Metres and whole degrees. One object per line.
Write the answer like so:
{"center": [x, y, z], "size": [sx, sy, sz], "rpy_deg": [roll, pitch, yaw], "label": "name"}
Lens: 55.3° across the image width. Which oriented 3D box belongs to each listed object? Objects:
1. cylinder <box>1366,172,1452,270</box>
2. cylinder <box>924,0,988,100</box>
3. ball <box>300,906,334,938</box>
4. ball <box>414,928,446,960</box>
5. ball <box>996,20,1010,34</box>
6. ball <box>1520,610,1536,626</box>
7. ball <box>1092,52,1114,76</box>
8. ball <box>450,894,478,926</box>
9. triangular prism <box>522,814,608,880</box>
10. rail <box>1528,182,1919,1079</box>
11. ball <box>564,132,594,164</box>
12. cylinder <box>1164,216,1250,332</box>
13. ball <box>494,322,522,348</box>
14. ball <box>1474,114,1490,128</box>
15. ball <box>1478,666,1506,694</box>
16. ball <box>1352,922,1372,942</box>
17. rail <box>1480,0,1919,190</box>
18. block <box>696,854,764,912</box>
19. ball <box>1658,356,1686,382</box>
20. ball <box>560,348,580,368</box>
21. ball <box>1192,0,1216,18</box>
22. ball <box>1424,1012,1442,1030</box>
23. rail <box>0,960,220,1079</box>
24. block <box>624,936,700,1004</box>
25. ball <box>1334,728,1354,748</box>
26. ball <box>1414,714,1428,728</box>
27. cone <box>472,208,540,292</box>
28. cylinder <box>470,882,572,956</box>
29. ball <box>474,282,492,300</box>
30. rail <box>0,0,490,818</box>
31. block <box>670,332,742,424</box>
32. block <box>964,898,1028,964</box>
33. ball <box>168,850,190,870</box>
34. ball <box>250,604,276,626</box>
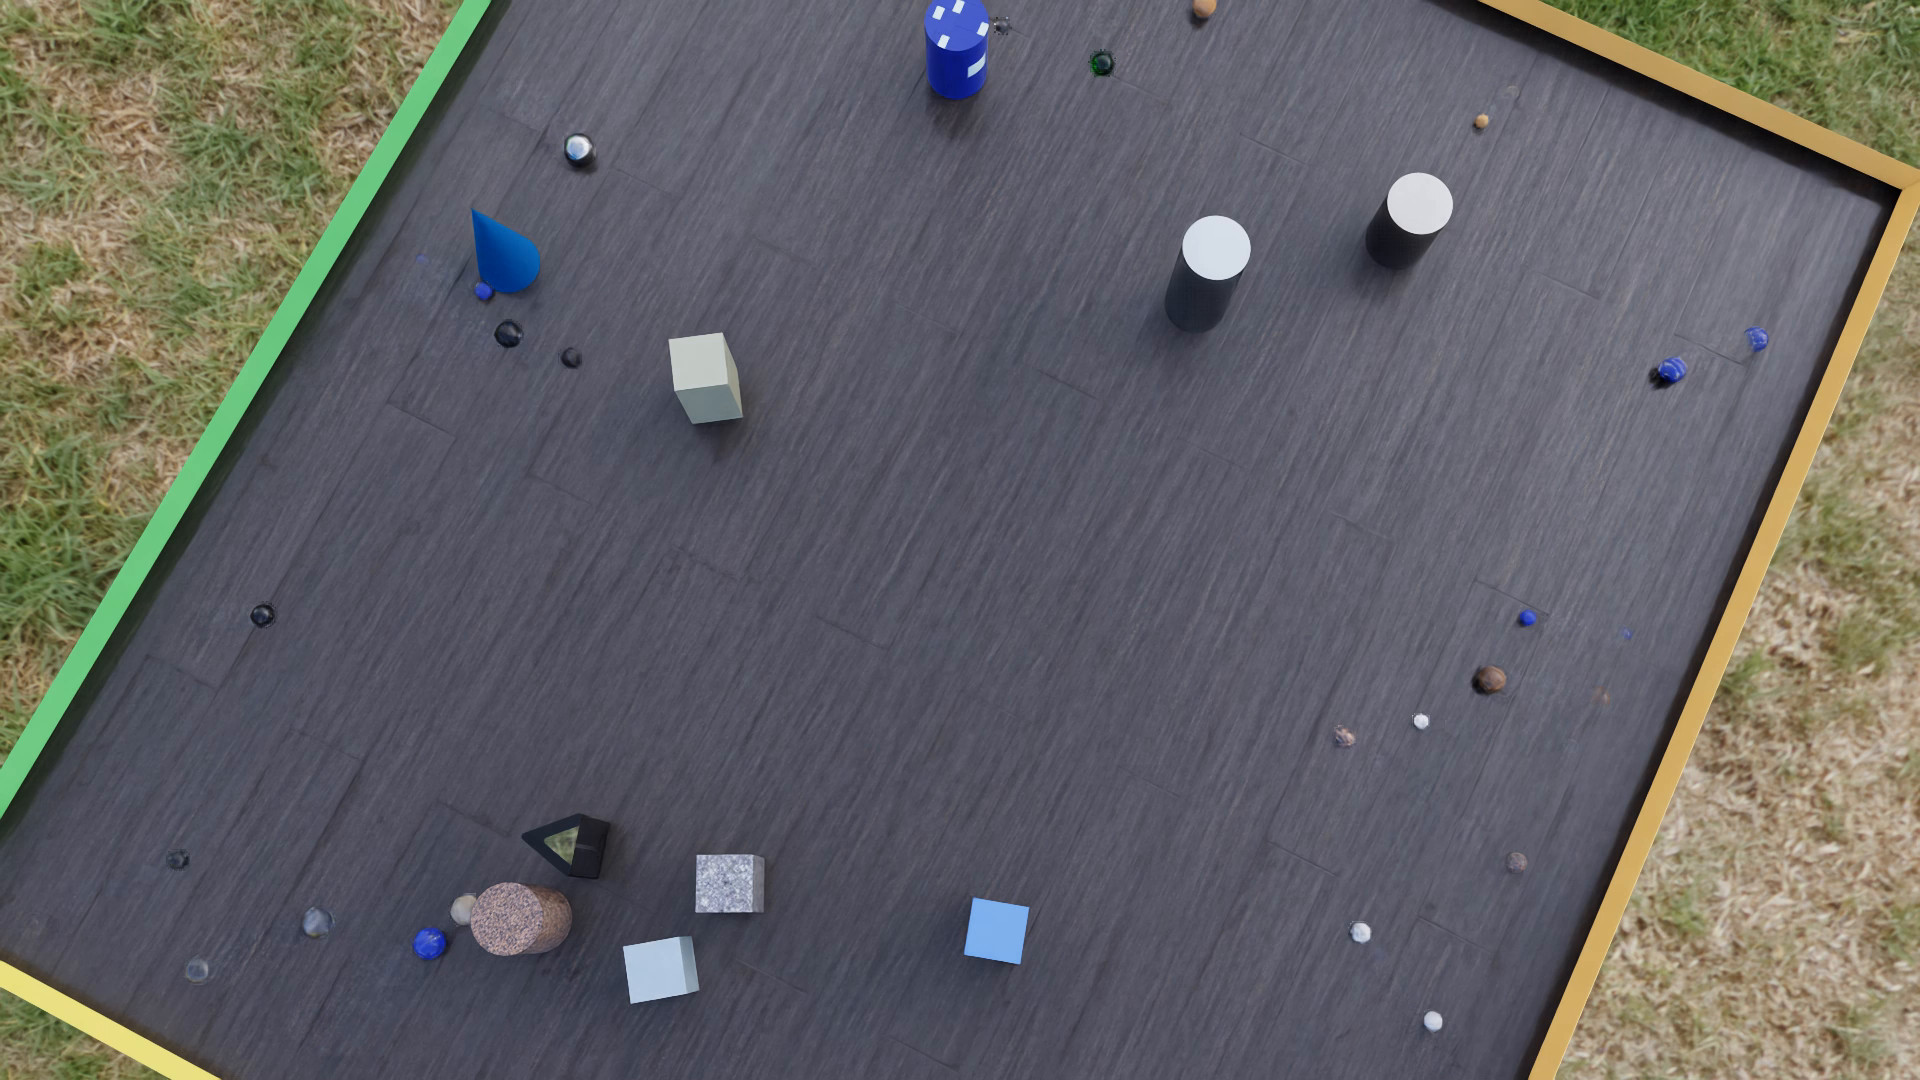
{"center": [1.384, -0.982, 5.664], "size": [0.197, 0.306, 0.197], "rpy_deg": [0, 78, 0], "label": "cylinder"}
{"center": [-0.010, -1.552, 5.766], "size": [0.197, 0.335, 0.197], "rpy_deg": [0, 78, 0], "label": "cylinder"}
{"center": [-1.873, 1.115, 5.339], "size": [0.092, 0.092, 0.092], "rpy_deg": [0, 78, 0], "label": "ball"}
{"center": [-1.542, 1.173, 5.327], "size": [0.092, 0.092, 0.092], "rpy_deg": [0, 78, 0], "label": "ball"}
{"center": [0.138, -1.665, 5.939], "size": [0.044, 0.044, 0.044], "rpy_deg": [0, 78, 0], "label": "ball"}
{"center": [1.720, 0.235, 5.544], "size": [0.047, 0.047, 0.047], "rpy_deg": [0, 78, 0], "label": "ball"}
{"center": [0.460, -1.530, 5.895], "size": [0.075, 0.075, 0.075], "rpy_deg": [0, 78, 0], "label": "ball"}
{"center": [-1.440, 1.081, 5.347], "size": [0.089, 0.089, 0.089], "rpy_deg": [0, 78, 0], "label": "ball"}
{"center": [-1.090, 0.850, 5.228], "size": [0.170, 0.417, 0.148], "rpy_deg": [39, 81, 7], "label": "triangular prism"}
{"center": [1.944, 0.958, 5.352], "size": [0.045, 0.128, 4.782], "rpy_deg": [26, 80, 5], "label": "rail"}
{"center": [-1.211, -1.243, 5.824], "size": [0.098, 0.098, 0.098], "rpy_deg": [0, 78, 0], "label": "ball"}
{"center": [0.741, -0.796, 5.533], "size": [0.197, 0.486, 0.197], "rpy_deg": [0, 78, 0], "label": "cylinder"}
{"center": [-1.406, -0.639, 5.706], "size": [0.084, 0.084, 0.084], "rpy_deg": [0, 78, 0], "label": "ball"}
{"center": [1.673, -1.341, 5.872], "size": [0.044, 0.044, 0.044], "rpy_deg": [0, 78, 0], "label": "ball"}
{"center": [1.593, 0.418, 5.489], "size": [0.081, 0.081, 0.081], "rpy_deg": [0, 78, 0], "label": "ball"}
{"center": [1.171, 1.146, 5.350], "size": [0.057, 0.057, 0.057], "rpy_deg": [0, 78, 0], "label": "ball"}
{"center": [1.059, -2.067, 5.978], "size": [4.394, 0.128, 0.045], "rpy_deg": [26, 80, 5], "label": "rail"}
{"center": [-0.657, 0.988, 5.257], "size": [0.157, 0.303, 0.157], "rpy_deg": [0, 78, 0], "label": "block"}
{"center": [2.211, -0.529, 5.685], "size": [0.080, 0.080, 0.080], "rpy_deg": [0, 78, 0], "label": "ball"}
{"center": [-1.211, -0.567, 5.703], "size": [0.060, 0.060, 0.060], "rpy_deg": [0, 78, 0], "label": "ball"}
{"center": [0.792, -1.732, 5.936], "size": [0.076, 0.076, 0.076], "rpy_deg": [0, 78, 0], "label": "ball"}
{"center": [1.369, 1.392, 5.301], "size": [0.054, 0.054, 0.054], "rpy_deg": [0, 78, 0], "label": "ball"}
{"center": [-1.059, 2.080, 5.120], "size": [4.394, 0.128, 0.045], "rpy_deg": [26, 80, 5], "label": "rail"}
{"center": [-0.851, 1.225, 5.235], "size": [0.157, 0.250, 0.157], "rpy_deg": [-10, 78, -2], "label": "block"}
{"center": [1.146, 0.589, 5.464], "size": [0.060, 0.060, 0.060], "rpy_deg": [0, 78, 0], "label": "ball"}
{"center": [1.379, 0.543, 5.482], "size": [0.043, 0.043, 0.043], "rpy_deg": [0, 78, 0], "label": "ball"}
{"center": [-1.426, -0.922, 5.573], "size": [0.197, 0.460, 0.197], "rpy_deg": [0, 78, 0], "label": "cone"}
{"center": [-1.238, 1.074, 5.196], "size": [0.197, 0.389, 0.197], "rpy_deg": [0, 78, 0], "label": "cylinder"}
{"center": [-1.495, -0.782, 5.748], "size": [0.054, 0.054, 0.054], "rpy_deg": [0, 78, 0], "label": "ball"}
{"center": [-1.944, -0.945, 5.746], "size": [0.045, 0.128, 4.782], "rpy_deg": [26, 80, 5], "label": "rail"}
{"center": [-0.763, -0.484, 5.530], "size": [0.157, 0.367, 0.157], "rpy_deg": [-8, 78, -2], "label": "block"}
{"center": [0.102, 1.117, 5.242], "size": [0.157, 0.280, 0.157], "rpy_deg": [9, 78, 2], "label": "block"}
{"center": [-2.299, 0.942, 5.393], "size": [0.056, 0.056, 0.056], "rpy_deg": [0, 78, 0], "label": "ball"}
{"center": [-2.104, 0.228, 5.534], "size": [0.069, 0.069, 0.069], "rpy_deg": [0, 78, 0], "label": "ball"}
